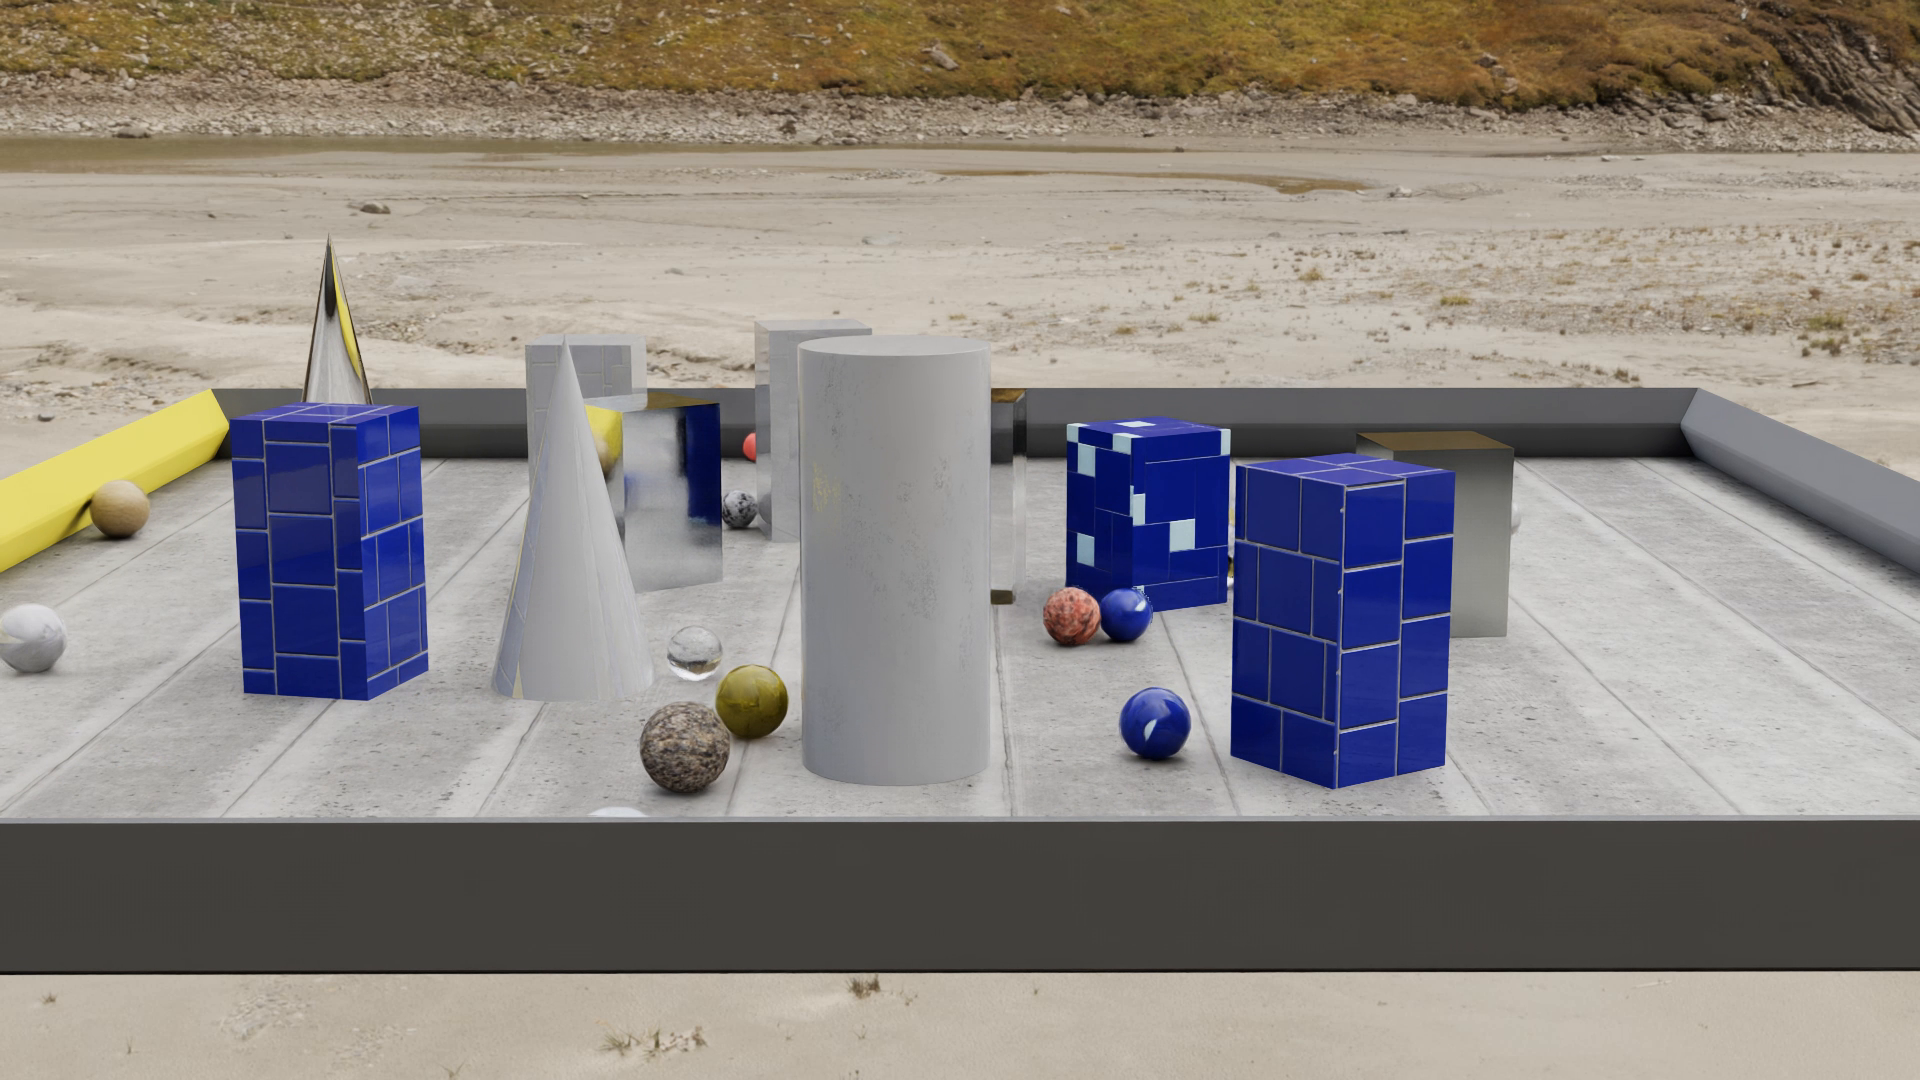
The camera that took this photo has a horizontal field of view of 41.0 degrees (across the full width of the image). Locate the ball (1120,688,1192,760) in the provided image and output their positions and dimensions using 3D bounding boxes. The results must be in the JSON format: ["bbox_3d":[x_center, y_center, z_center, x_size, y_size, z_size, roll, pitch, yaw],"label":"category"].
[{"bbox_3d":[0.208,0.195,2.728,0.076,0.076,0.076,0,10,0],"label":"ball"}]

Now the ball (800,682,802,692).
[{"bbox_3d":[-0.130,0.163,2.849,0.094,0.094,0.094,0,10,0],"label":"ball"}]

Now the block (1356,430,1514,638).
[{"bbox_3d":[0.617,-0.008,3.361,0.160,0.246,0.160,-1,11,-8],"label":"block"}]

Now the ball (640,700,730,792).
[{"bbox_3d":[-0.279,0.210,2.605,0.092,0.092,0.092,0,10,0],"label":"ball"}]

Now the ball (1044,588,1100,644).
[{"bbox_3d":[0.142,0.097,3.266,0.073,0.073,0.073,0,10,0],"label":"ball"}]

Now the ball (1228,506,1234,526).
[{"bbox_3d":[0.377,-0.011,3.808,0.089,0.089,0.089,0,10,0],"label":"ball"}]

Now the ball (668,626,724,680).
[{"bbox_3d":[-0.317,0.136,3.076,0.066,0.066,0.066,0,10,0],"label":"ball"}]

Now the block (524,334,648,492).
[{"bbox_3d":[-0.572,-0.154,3.962,0.160,0.313,0.160,0,10,1],"label":"block"}]

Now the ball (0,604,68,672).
[{"bbox_3d":[-1.129,0.119,3.118,0.084,0.084,0.084,0,10,0],"label":"ball"}]

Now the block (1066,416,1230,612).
[{"bbox_3d":[0.257,-0.037,3.531,0.160,0.240,0.160,-6,12,-31],"label":"block"}]

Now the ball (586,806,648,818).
[{"bbox_3d":[-0.301,0.277,2.249,0.088,0.088,0.088,0,10,0],"label":"ball"}]

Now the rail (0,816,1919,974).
[{"bbox_3d":[0.008,0.283,2.097,2.796,0.130,0.045,0,10,0],"label":"rail"}]

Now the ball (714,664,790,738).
[{"bbox_3d":[-0.228,0.177,2.812,0.081,0.081,0.081,0,10,0],"label":"ball"}]

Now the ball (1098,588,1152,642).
[{"bbox_3d":[0.211,0.096,3.286,0.069,0.069,0.069,0,10,0],"label":"ball"}]

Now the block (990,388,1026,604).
[{"bbox_3d":[0.004,-0.065,3.575,0.160,0.278,0.160,1,11,8],"label":"block"}]

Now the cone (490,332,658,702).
[{"bbox_3d":[-0.462,-0.037,3.035,0.200,0.420,0.200,0,10,0],"label":"cone"}]

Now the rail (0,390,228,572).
[{"bbox_3d":[-1.374,0.035,3.441,0.045,0.130,2.797,0,10,0],"label":"rail"}]

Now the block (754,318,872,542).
[{"bbox_3d":[-0.230,-0.175,4.031,0.160,0.329,0.160,-2,11,-12],"label":"block"}]

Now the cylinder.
[{"bbox_3d":[-0.067,0.016,2.686,0.200,0.443,0.200,0,10,0],"label":"cylinder"}]

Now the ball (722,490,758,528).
[{"bbox_3d":[-0.353,-0.050,4.095,0.061,0.061,0.061,0,10,0],"label":"ball"}]

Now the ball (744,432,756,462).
[{"bbox_3d":[-0.375,-0.173,4.773,0.056,0.056,0.056,0,10,0],"label":"ball"}]

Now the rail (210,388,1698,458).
[{"bbox_3d":[-0.008,-0.216,4.800,2.796,0.130,0.045,0,10,0],"label":"rail"}]

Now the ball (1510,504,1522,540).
[{"bbox_3d":[0.833,-0.030,3.967,0.068,0.068,0.068,0,10,0],"label":"ball"}]

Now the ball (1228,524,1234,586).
[{"bbox_3d":[0.360,0.020,3.621,0.096,0.096,0.096,0,10,0],"label":"ball"}]

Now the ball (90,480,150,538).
[{"bbox_3d":[-1.313,-0.049,4.008,0.090,0.090,0.090,0,10,0],"label":"ball"}]

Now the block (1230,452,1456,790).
[{"bbox_3d":[0.400,0.080,2.697,0.160,0.314,0.160,-7,13,-34],"label":"block"}]

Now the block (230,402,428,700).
[{"bbox_3d":[-0.746,0.010,3.046,0.160,0.325,0.160,3,11,14],"label":"block"}]

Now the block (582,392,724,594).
[{"bbox_3d":[-0.451,-0.070,3.661,0.160,0.257,0.160,-8,13,-38],"label":"block"}]

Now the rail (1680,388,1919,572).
[{"bbox_3d":[1.374,0.032,3.456,0.045,0.130,2.797,0,10,0],"label":"rail"}]

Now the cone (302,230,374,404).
[{"bbox_3d":[-0.915,-0.209,3.766,0.200,0.493,0.200,0,10,0],"label":"cone"}]
